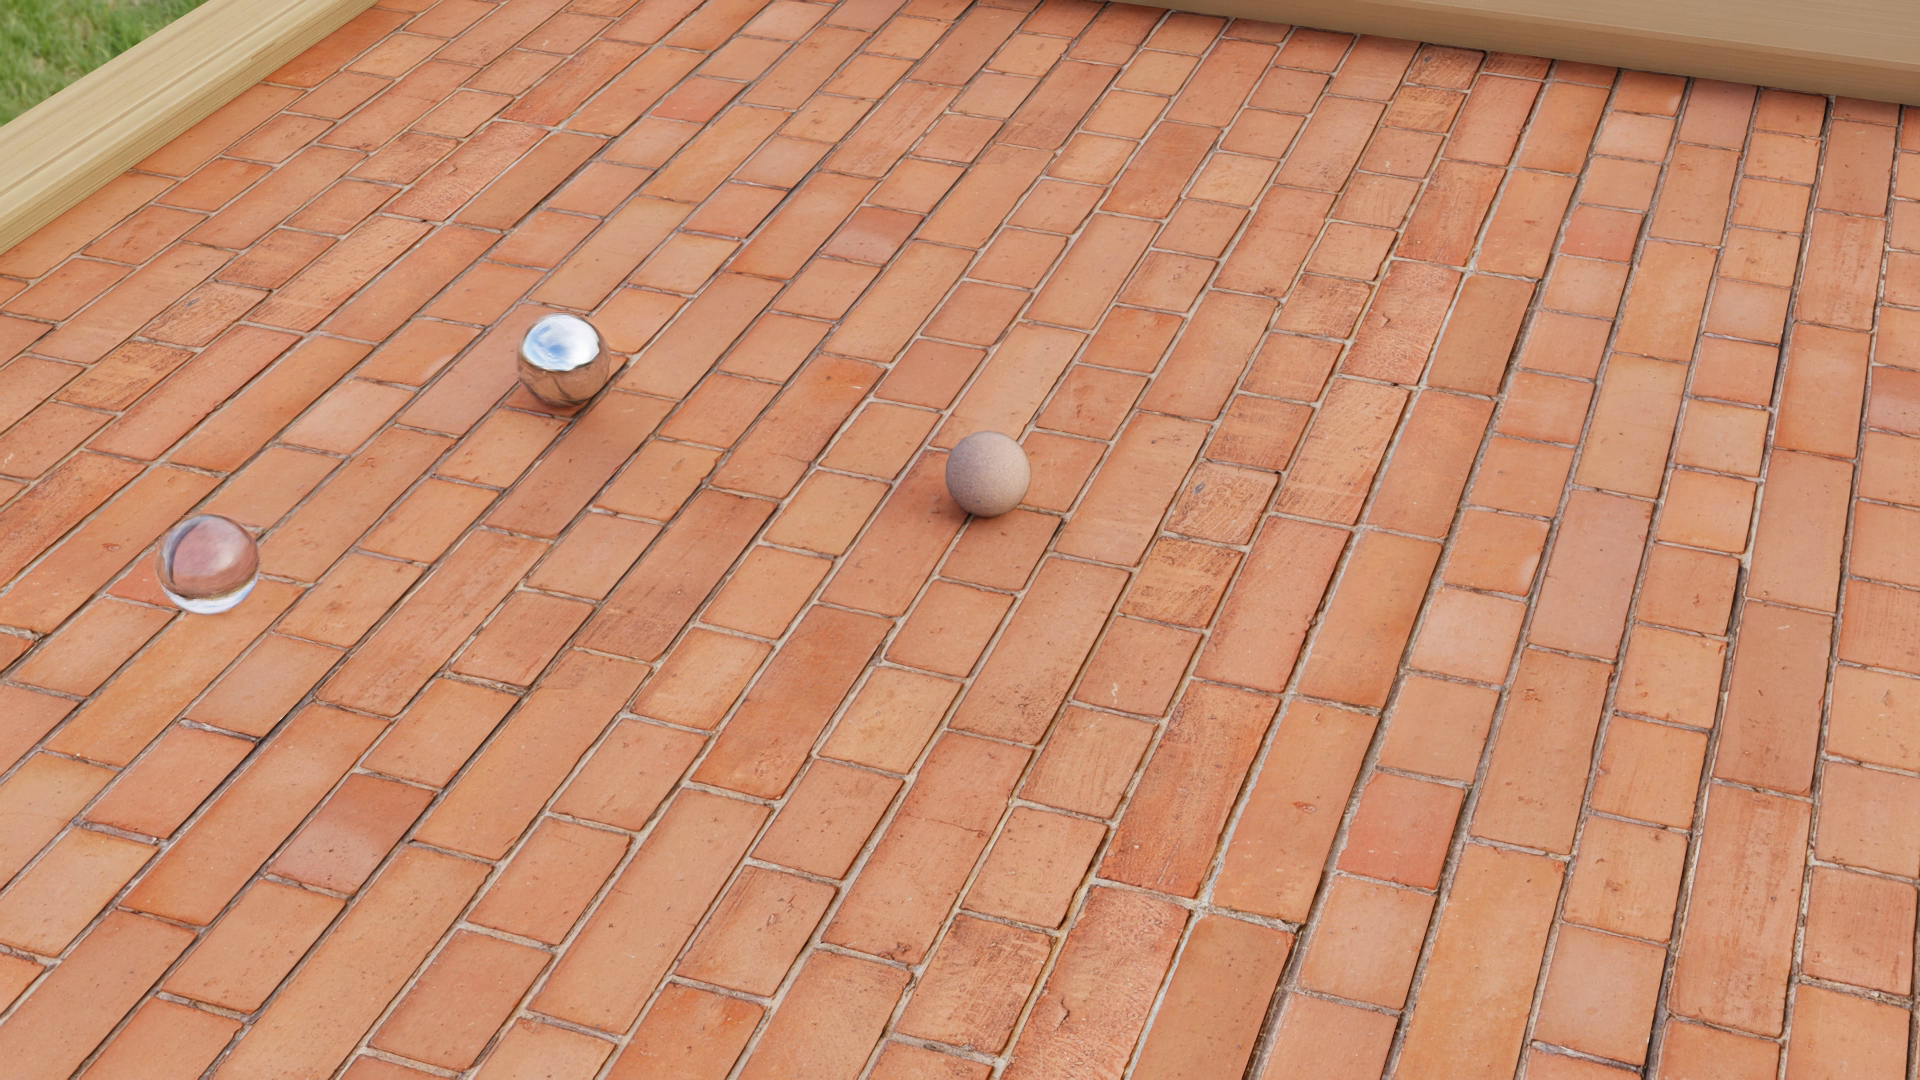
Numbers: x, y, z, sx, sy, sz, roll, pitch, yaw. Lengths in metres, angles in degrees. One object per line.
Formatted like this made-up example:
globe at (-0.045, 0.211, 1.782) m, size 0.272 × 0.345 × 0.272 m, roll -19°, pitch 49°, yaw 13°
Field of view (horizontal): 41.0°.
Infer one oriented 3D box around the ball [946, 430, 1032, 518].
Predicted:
ball at (0.024, -0.055, 2.132) m, size 0.072 × 0.072 × 0.072 m, roll 0°, pitch 33°, yaw 0°

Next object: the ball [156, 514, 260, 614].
ball at (-0.589, 0.019, 2.012) m, size 0.079 × 0.079 × 0.079 m, roll 0°, pitch 33°, yaw 0°

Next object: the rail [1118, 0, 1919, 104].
rail at (1.446, -0.448, 2.693) m, size 4.380 × 0.119 × 0.045 m, roll 11°, pitch 35°, yaw 16°

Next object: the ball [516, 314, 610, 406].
ball at (-0.353, -0.160, 2.284) m, size 0.083 × 0.083 × 0.083 m, roll 0°, pitch 33°, yaw 0°

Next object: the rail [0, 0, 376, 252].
rail at (-1.008, -0.216, 2.336) m, size 0.045 × 0.119 × 2.506 m, roll 11°, pitch 35°, yaw 16°
